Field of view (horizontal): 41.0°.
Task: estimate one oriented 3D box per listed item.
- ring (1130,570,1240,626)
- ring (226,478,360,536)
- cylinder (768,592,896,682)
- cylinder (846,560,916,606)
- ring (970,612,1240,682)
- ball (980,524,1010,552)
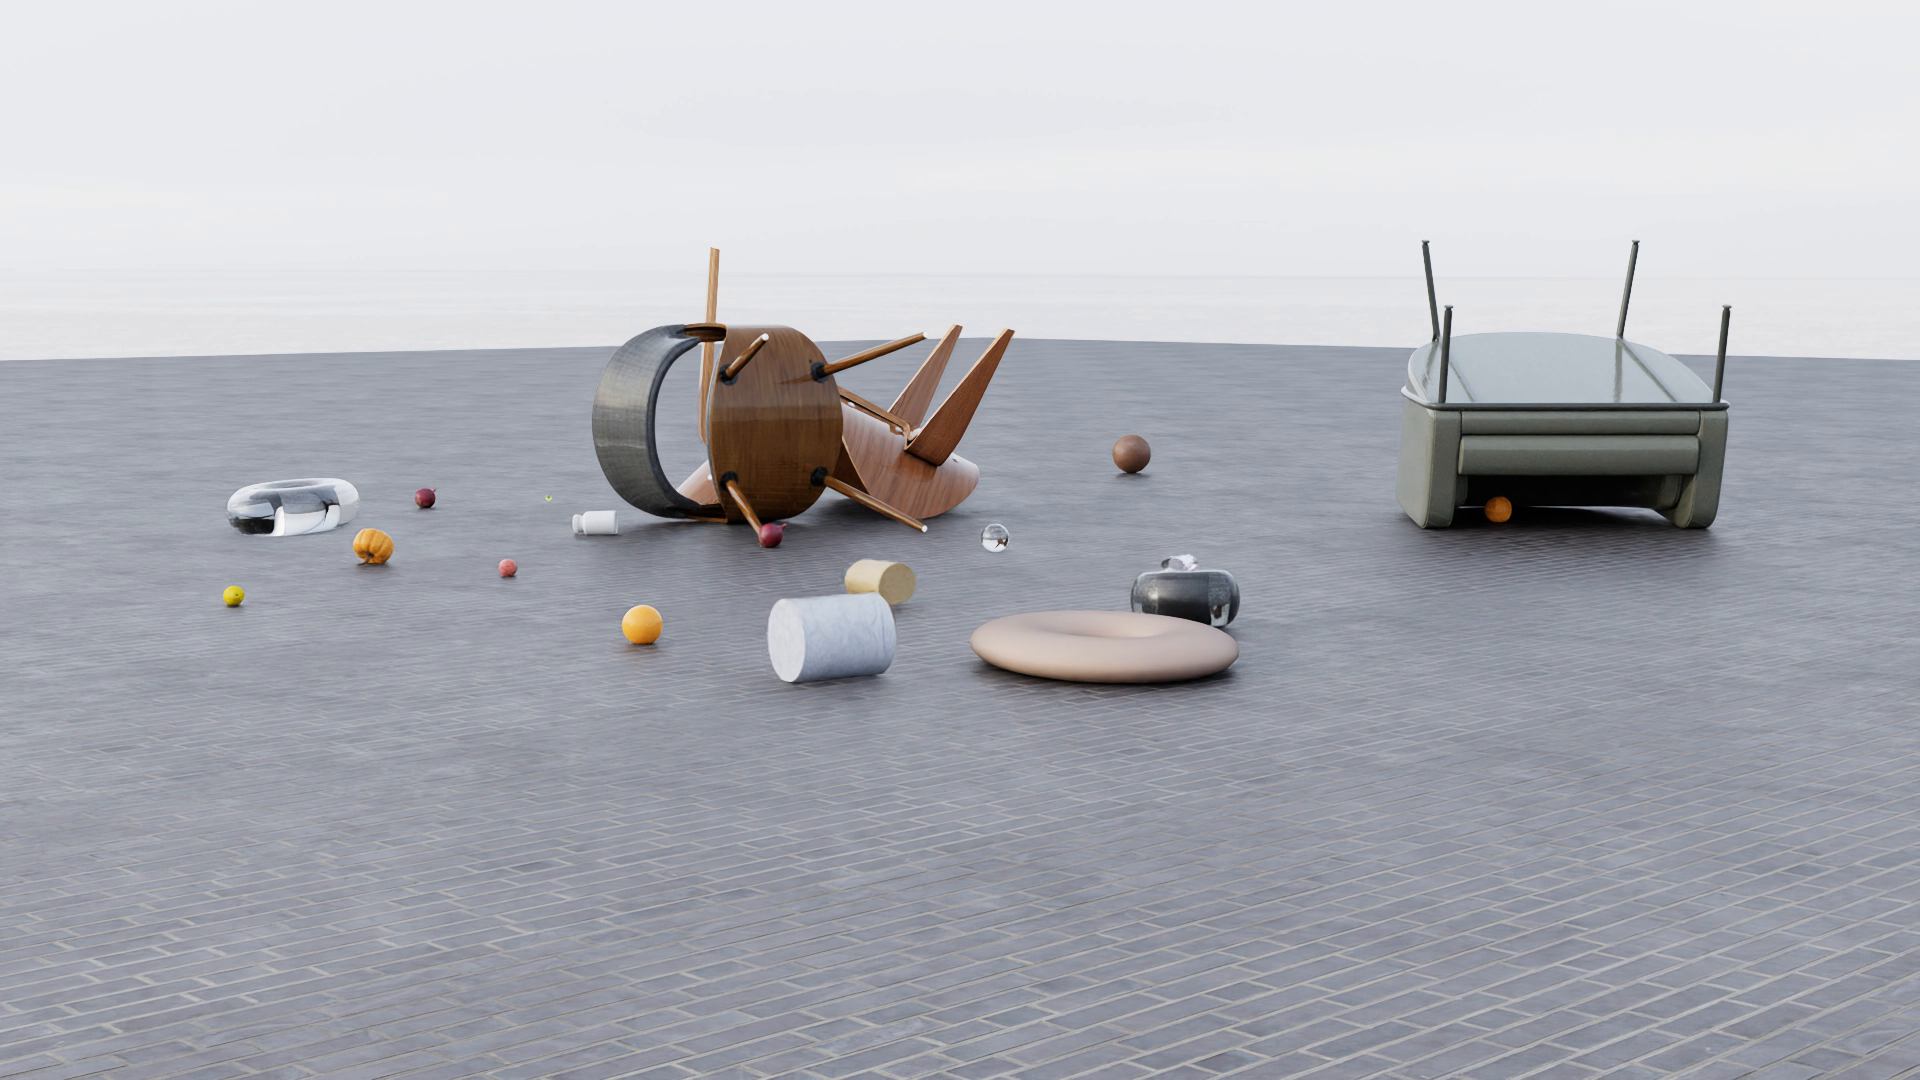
[{"bbox_3d":[0.423,0.111,4.826,0.212,0.105,0.183,-2,0,31],"label":"ring"},{"bbox_3d":[-1.731,-0.087,6.672,0.294,0.121,0.468,0,6,13],"label":"ring"},{"bbox_3d":[-0.211,0.159,4.209,0.166,0.136,0.136,-3,31,-30],"label":"cylinder"},{"bbox_3d":[-0.161,0.085,5.180,0.096,0.083,0.107,-5,8,-42],"label":"cylinder"},{"bbox_3d":[0.243,0.178,4.344,0.441,0.071,0.514,-2,6,-22],"label":"ring"},{"bbox_3d":[0.084,-0.004,6.119,0.069,0.069,0.069,0,6,0],"label":"ball"}]
